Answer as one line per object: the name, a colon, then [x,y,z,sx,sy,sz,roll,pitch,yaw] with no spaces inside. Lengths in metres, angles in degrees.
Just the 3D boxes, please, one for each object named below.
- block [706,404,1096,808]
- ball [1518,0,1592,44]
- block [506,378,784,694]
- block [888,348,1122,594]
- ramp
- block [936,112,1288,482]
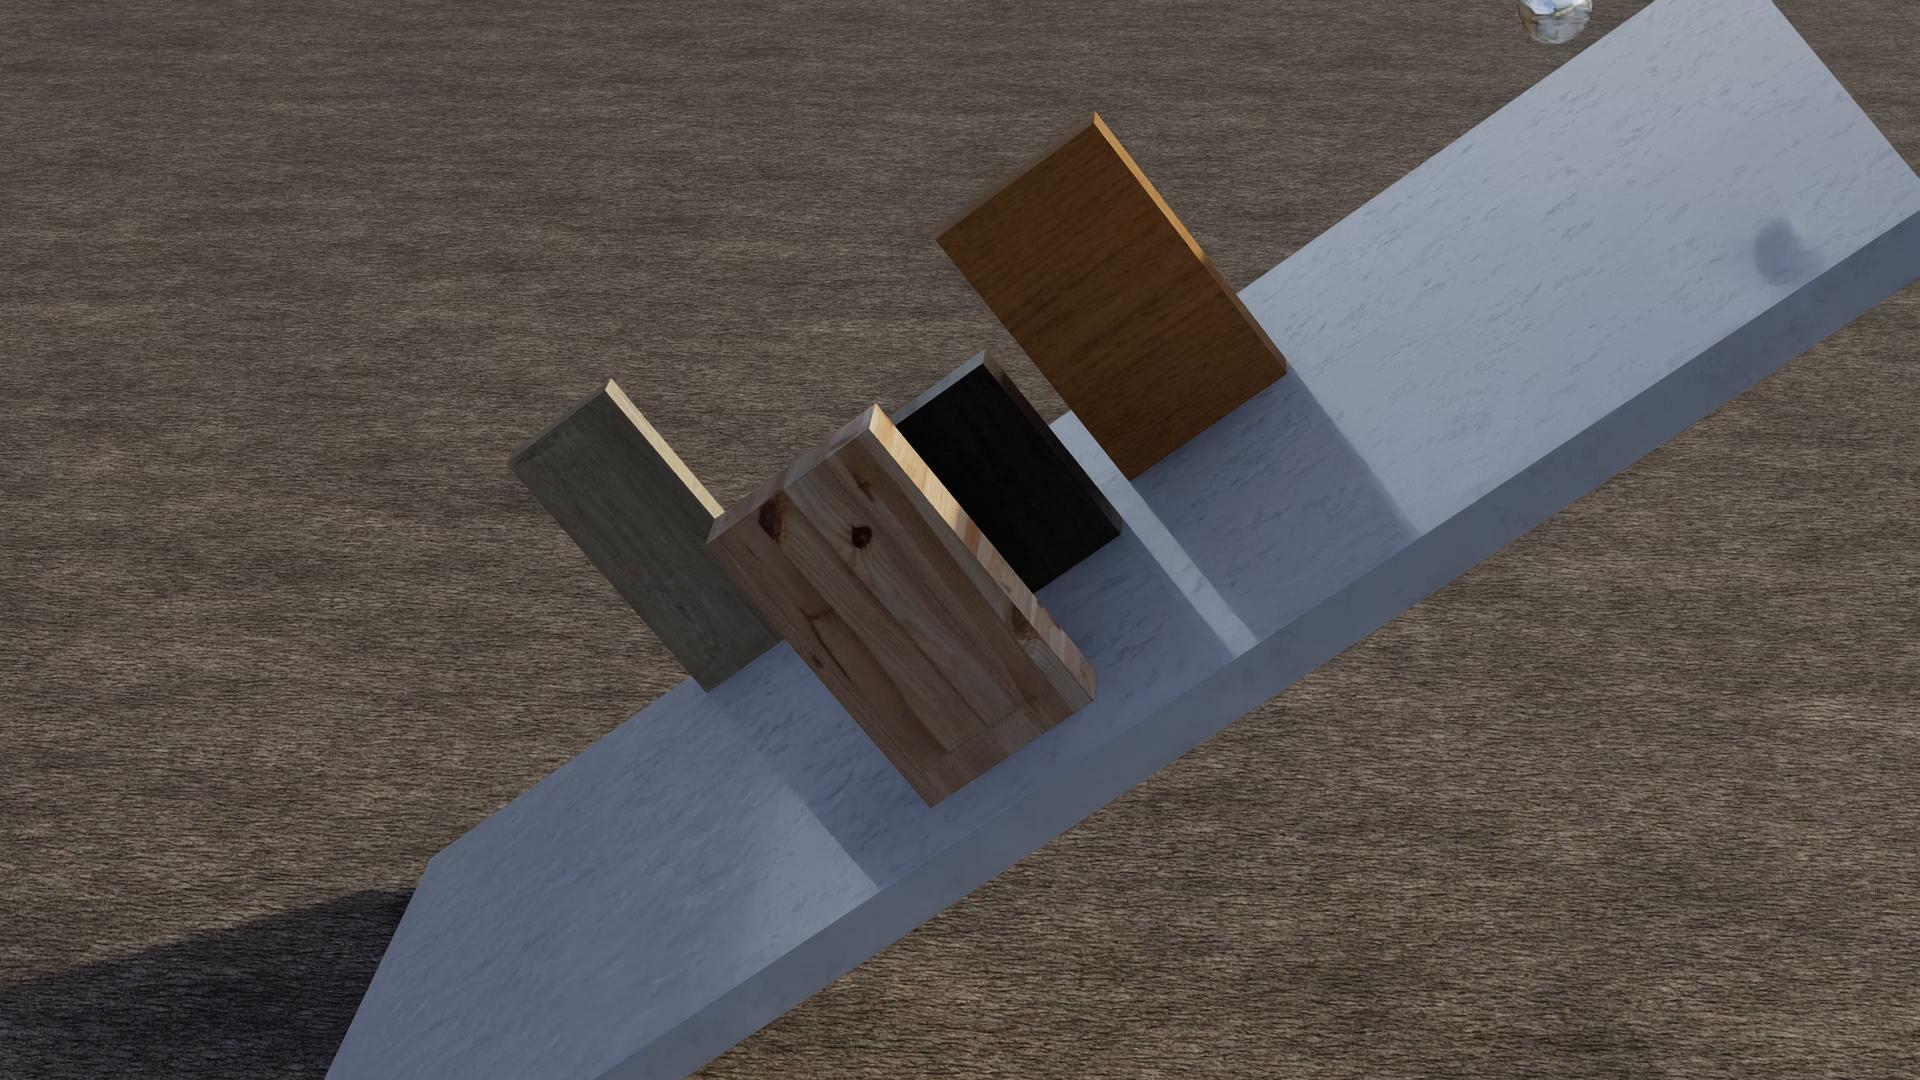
block: [-0.106,0.130,5.546,0.391,0.679,0.131,-35,16,17]
ball: [1.203,-1.077,5.951,0.146,0.146,0.146,0,23,0]
block: [-0.736,-0.004,7.212,0.318,0.762,0.084,-35,16,17]
block: [0.042,-0.099,6.225,0.393,0.475,0.093,-35,16,17]
ramp: [0.126,0.181,6.328,4.000,0.100,2.000,-35,16,17]
block: [0.328,-0.517,6.326,0.423,0.689,0.096,-35,16,17]
